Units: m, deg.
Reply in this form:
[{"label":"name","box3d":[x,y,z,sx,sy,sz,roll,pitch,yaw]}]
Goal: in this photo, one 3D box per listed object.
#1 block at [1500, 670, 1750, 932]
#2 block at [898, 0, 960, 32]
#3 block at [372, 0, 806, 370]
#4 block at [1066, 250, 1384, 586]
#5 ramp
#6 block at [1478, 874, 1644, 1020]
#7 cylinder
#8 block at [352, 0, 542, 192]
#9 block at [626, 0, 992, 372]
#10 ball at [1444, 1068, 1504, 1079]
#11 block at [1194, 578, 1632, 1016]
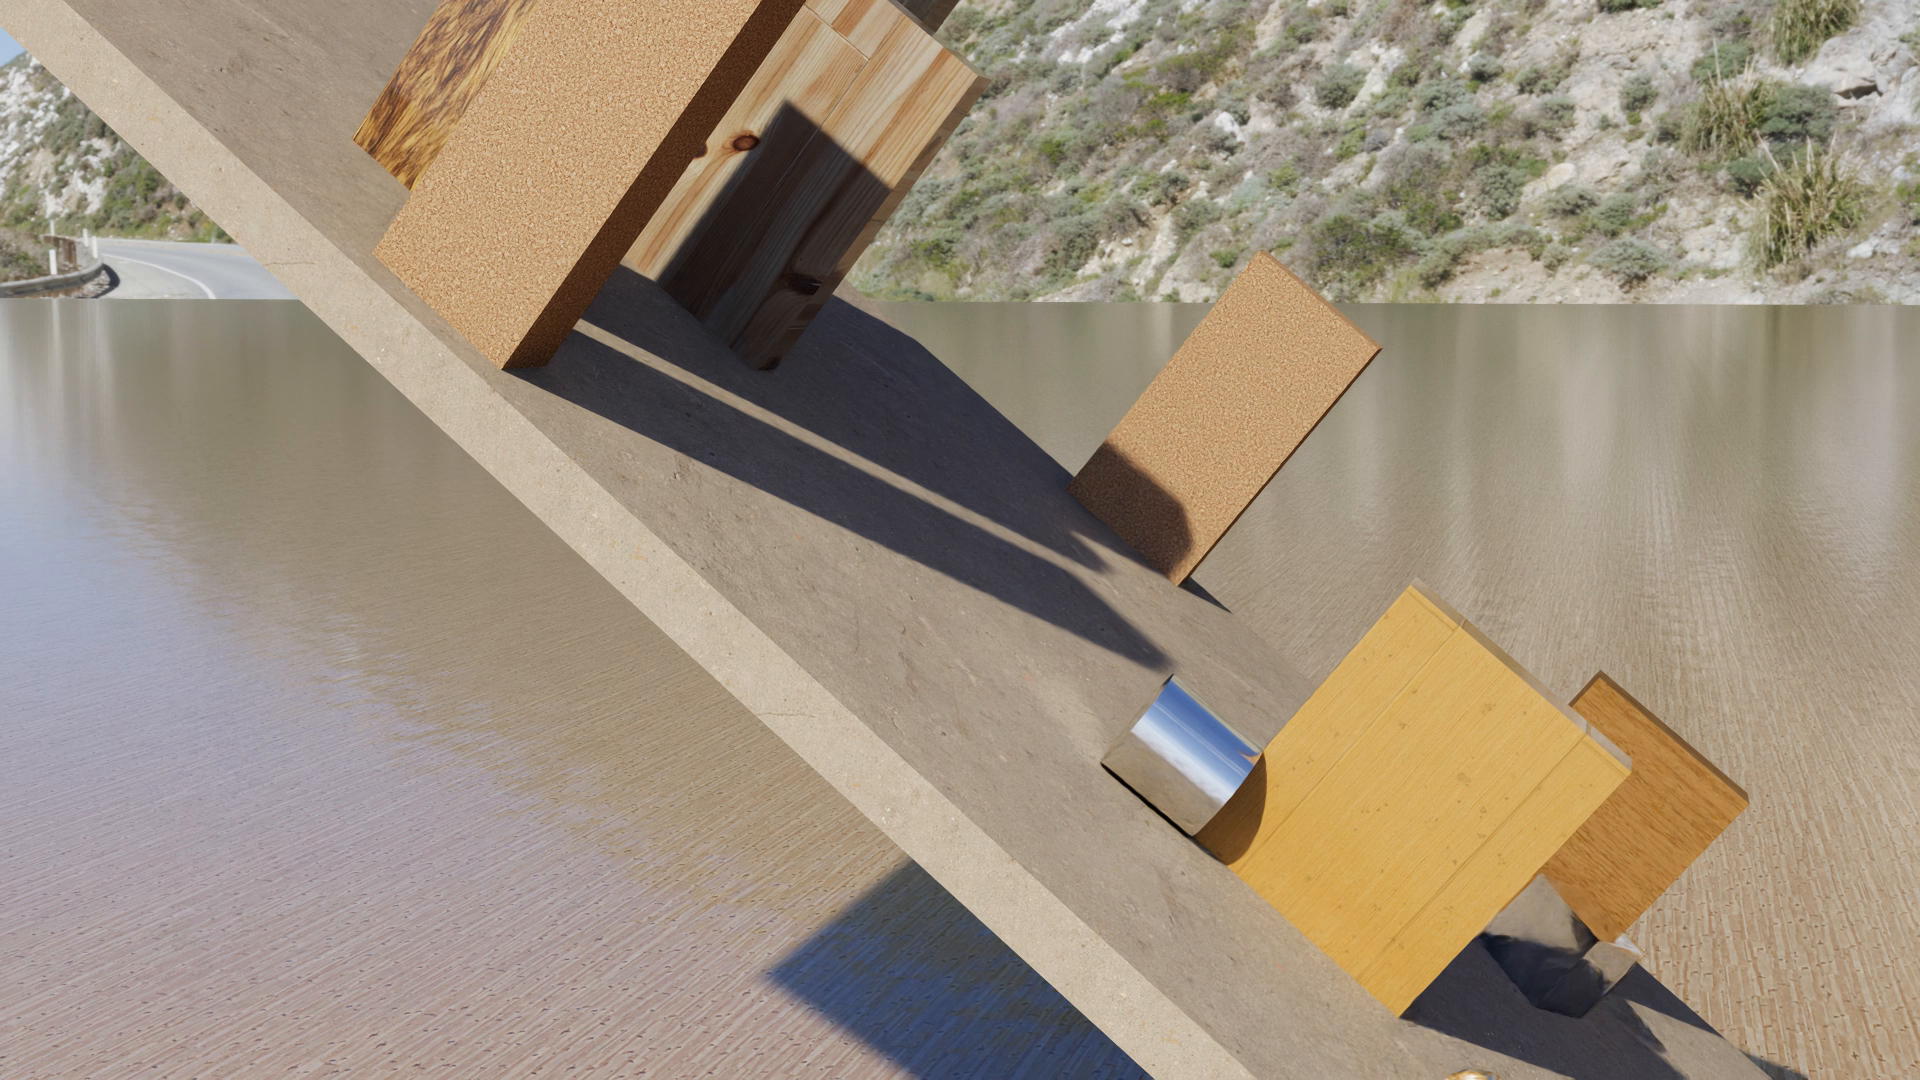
[{"label":"block","box3d":[1.243,0.562,4.344,0.365,0.483,0.095,41,16,9]},{"label":"block","box3d":[-0.369,-0.899,4.349,0.375,0.730,0.108,41,16,9]},{"label":"block","box3d":[-0.531,-0.628,3.226,0.271,0.749,0.141,41,16,9]},{"label":"block","box3d":[0.569,-0.262,4.776,0.327,0.669,0.107,41,16,9]},{"label":"ramp","box3d":[-0.008,0.057,4.044,4.000,0.100,2.000,41,16,9]},{"label":"block","box3d":[1.118,0.758,4.099,0.174,0.174,0.174,23,22,-43]},{"label":"cylinder","box3d":[0.357,0.346,3.538,0.186,0.186,0.186,40,11,3]},{"label":"block","box3d":[-0.633,-0.810,3.567,0.392,0.711,0.108,41,16,9]},{"label":"block","box3d":[-0.309,-0.702,4.043,0.406,0.677,0.092,41,16,9]},{"label":"ball","box3d":[0.743,0.829,3.166,0.132,0.132,0.132,0,7,0]},{"label":"block","box3d":[0.711,0.408,3.496,0.435,0.541,0.097,41,16,9]}]
